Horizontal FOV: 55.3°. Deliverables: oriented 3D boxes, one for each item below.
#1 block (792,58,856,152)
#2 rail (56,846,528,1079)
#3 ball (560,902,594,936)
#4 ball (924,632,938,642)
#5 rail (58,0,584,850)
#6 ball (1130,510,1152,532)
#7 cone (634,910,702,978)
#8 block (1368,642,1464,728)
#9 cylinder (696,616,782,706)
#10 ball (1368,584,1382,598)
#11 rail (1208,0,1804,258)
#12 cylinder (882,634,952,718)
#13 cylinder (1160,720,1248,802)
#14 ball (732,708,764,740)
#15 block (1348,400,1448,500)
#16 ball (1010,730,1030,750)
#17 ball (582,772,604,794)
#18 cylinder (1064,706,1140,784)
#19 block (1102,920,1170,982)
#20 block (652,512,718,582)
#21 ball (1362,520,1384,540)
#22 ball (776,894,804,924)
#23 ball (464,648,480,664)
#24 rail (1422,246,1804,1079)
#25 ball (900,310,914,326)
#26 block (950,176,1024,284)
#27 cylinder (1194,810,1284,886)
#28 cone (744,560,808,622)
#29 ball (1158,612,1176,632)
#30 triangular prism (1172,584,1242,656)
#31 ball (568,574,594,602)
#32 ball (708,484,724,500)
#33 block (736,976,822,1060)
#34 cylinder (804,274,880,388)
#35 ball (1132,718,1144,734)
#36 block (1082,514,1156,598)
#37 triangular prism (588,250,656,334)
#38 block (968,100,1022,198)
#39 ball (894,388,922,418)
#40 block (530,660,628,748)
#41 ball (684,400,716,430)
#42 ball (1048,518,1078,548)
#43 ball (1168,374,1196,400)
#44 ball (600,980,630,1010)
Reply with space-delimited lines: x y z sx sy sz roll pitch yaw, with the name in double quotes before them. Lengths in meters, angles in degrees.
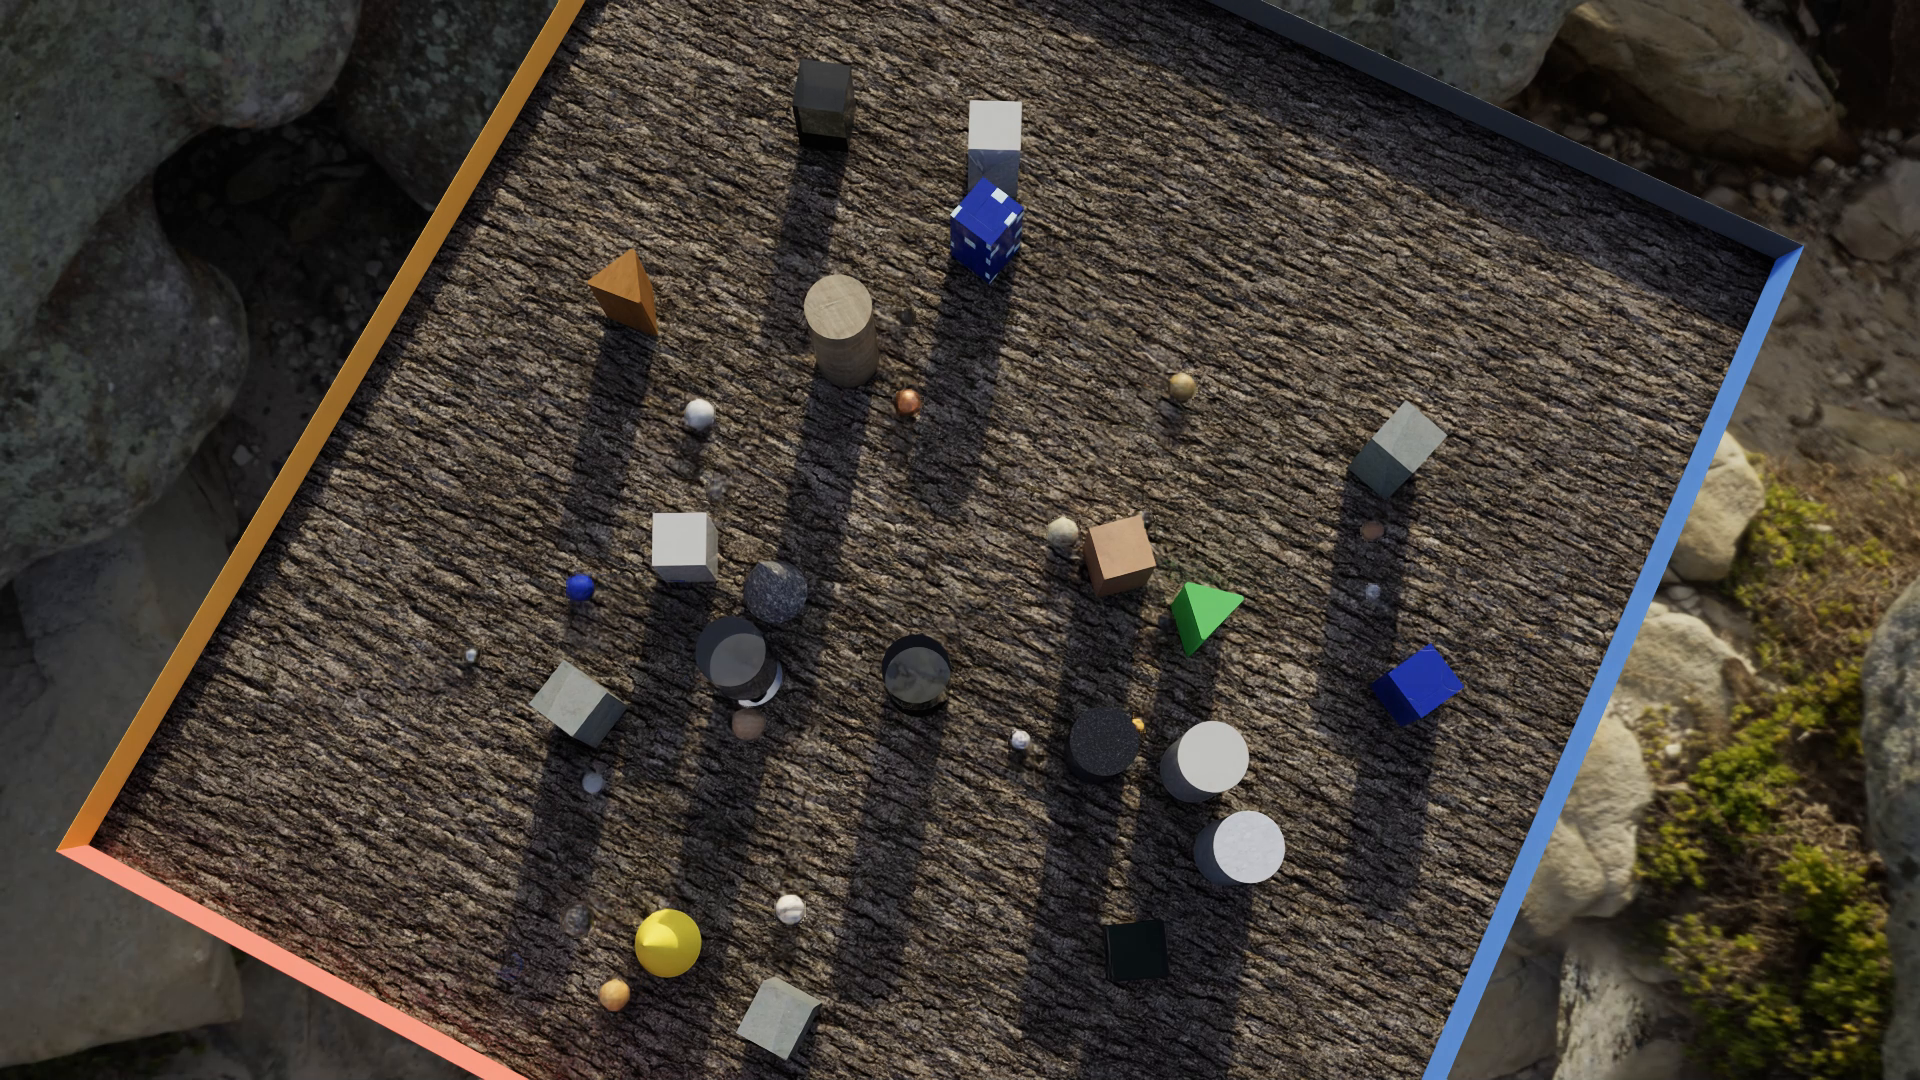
"block" -0.423 -1.359 5.746 0.156 0.297 0.156 8 78 2
"rail" -0.883 1.736 5.191 3.852 0.127 0.045 26 80 5
"ball" -1.087 1.081 5.214 0.095 0.095 0.095 0 78 0
"ball" -0.097 0.306 5.503 0.057 0.057 0.057 0 78 0
"rail" -1.701 -0.826 5.722 0.045 0.127 3.996 26 80 5
"ball" 0.552 -0.057 5.592 0.071 0.071 0.071 0 78 0
"cone" -0.856 1.139 5.165 0.195 0.422 0.195 0 78 0
"block" 1.341 0.430 5.396 0.156 0.258 0.156 -34 80 -7
"cylinder" -0.634 0.356 5.296 0.195 0.484 0.195 0 78 0
"ball" 1.257 0.156 5.563 0.042 0.042 0.042 0 78 0
"rail" 0.883 -1.722 5.907 3.852 0.127 0.045 26 80 5
"cylinder" -0.123 0.400 5.346 0.195 0.368 0.195 0 78 0
"cylinder" 0.694 0.640 5.249 0.195 0.460 0.195 0 78 0
"ball" -0.632 0.547 5.453 0.098 0.098 0.098 0 78 0
"block" 1.306 -0.265 5.493 0.156 0.349 0.156 42 81 8
"ball" 0.181 0.596 5.464 0.058 0.058 0.058 0 78 0
"ball" -1.089 0.719 5.435 0.064 0.064 0.064 0 78 0
"cylinder" 0.406 0.599 5.320 0.195 0.338 0.195 0 78 0
"block" 0.501 1.175 5.248 0.156 0.246 0.156 -5 78 -1
"block" -0.819 0.024 5.476 0.156 0.265 0.156 -1 78 0
"ball" 1.261 -0.030 5.591 0.062 0.062 0.062 0 78 0
"ball" -0.497 1.079 5.350 0.085 0.085 0.085 0 78 0
"ball" -1.470 0.348 5.519 0.050 0.050 0.050 0 78 0
"rail" 1.701 0.840 5.377 0.045 0.127 3.996 26 80 5
"ball" -0.166 -0.697 5.735 0.050 0.050 0.050 0 78 0
"block" 0.081 -0.948 5.641 0.156 0.337 0.156 38 81 7
"cylinder" 0.789 0.881 5.211 0.195 0.437 0.195 0 78 0
"cone" -0.563 0.108 5.352 0.195 0.475 0.195 0 78 0
"ball" 0.625 0.247 5.534 0.059 0.059 0.059 0 78 0
"triangular prism" 0.696 0.209 5.389 0.147 0.361 0.169 44 82 8
"ball" -1.147 0.145 5.544 0.082 0.082 0.082 0 78 0
"ball" -0.751 -0.150 5.623 0.049 0.049 0.049 0 78 0
"block" -0.505 1.345 5.168 0.156 0.334 0.156 27 80 5
"cylinder" -0.350 -0.620 5.496 0.195 0.487 0.195 0 78 0
"ball" 0.526 0.557 5.477 0.047 0.047 0.047 0 78 0
"block" 0.470 0.052 5.443 0.156 0.318 0.156 -15 79 -3
"triangular prism" -1.003 -0.771 5.615 0.169 0.315 0.147 21 79 4
"block" 0.106 -1.208 5.681 0.156 0.364 0.156 2 78 0
"ball" -0.162 -0.423 5.659 0.088 0.088 0.088 0 78 0
"block" -1.106 0.481 5.340 0.156 0.346 0.156 36 81 7
"ball" -0.803 -0.386 5.648 0.095 0.095 0.095 0 78 0
"ball" 0.313 -0.022 5.574 0.092 0.092 0.092 0 78 0
"ball" 0.688 -0.474 5.672 0.084 0.084 0.084 0 78 0
"ball" -0.998 1.316 5.299 0.088 0.088 0.088 0 78 0
